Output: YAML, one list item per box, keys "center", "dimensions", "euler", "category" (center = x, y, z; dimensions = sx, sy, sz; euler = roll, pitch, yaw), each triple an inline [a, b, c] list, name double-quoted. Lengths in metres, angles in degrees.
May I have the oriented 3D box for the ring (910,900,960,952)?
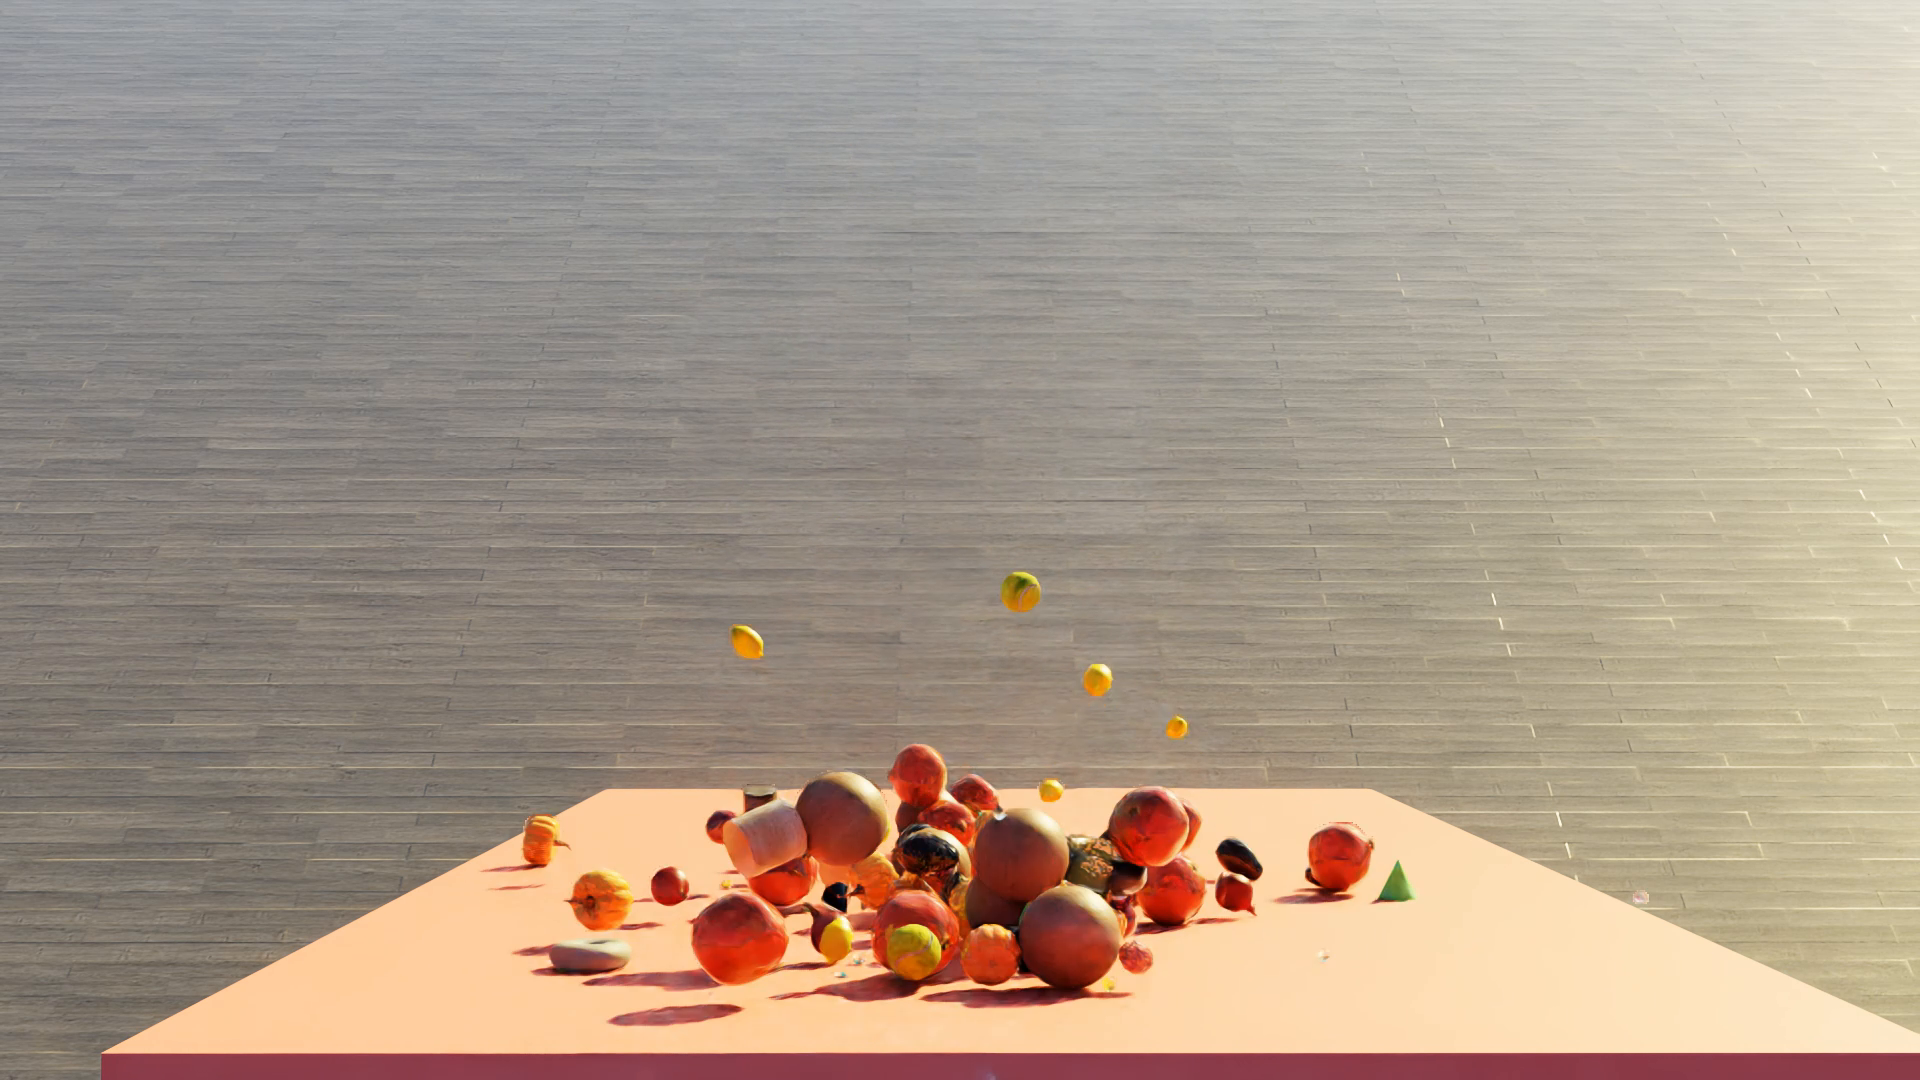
- center: [-0.035, 0.527, 3.544]
  dimensions: [0.084, 0.028, 0.084]
  euler: [41, 13, -12]
  category: "ring"

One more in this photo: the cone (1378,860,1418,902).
- center: [0.719, 0.556, 4.256]
  dimensions: [0.066, 0.066, 0.066]
  euler: [0, -1, 0]
  category: "cone"

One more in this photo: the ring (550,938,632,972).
- center: [-0.490, 0.551, 3.446]
  dimensions: [0.109, 0.036, 0.109]
  euler: [-1, -2, 0]
  category: "ring"

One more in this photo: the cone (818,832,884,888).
- center: [-0.163, 0.520, 4.207]
  dimensions: [0.098, 0.098, 0.098]
  euler: [2, 28, -35]
  category: "cone"

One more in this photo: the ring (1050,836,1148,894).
- center: [0.195, 0.457, 3.652]
  dimensions: [0.143, 0.048, 0.143]
  euler: [14, 11, -3]
  category: "ring"

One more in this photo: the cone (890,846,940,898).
- center: [-0.090, 0.531, 4.275]
  dimensions: [0.082, 0.082, 0.082]
  euler: [-24, 52, -31]
  category: "cone"

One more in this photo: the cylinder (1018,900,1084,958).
- center: [0.124, 0.530, 3.536]
  dimensions: [0.066, 0.066, 0.066]
  euler: [15, 27, -25]
  category: "cylinder"

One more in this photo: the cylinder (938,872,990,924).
- center: [0.005, 0.527, 3.822]
  dimensions: [0.054, 0.054, 0.054]
  euler: [34, 32, -13]
  category: "cylinder"

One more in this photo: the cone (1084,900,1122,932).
- center: [0.216, 0.566, 3.833]
  dimensions: [0.054, 0.054, 0.054]
  euler: [27, 40, 10]
  category: "cone"

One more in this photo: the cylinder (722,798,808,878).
- center: [-0.265, 0.405, 3.525]
  dimensions: [0.084, 0.084, 0.084]
  euler: [-22, 40, -28]
  category: "cylinder"

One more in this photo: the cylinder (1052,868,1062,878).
- center: [0.206, 0.555, 4.451]
  dimensions: [0.070, 0.070, 0.070]
  euler: [6, 25, -38]
  category: "cylinder"

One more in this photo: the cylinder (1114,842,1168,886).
- center: [0.305, 0.556, 4.454]
  dimensions: [0.074, 0.074, 0.074]
  euler: [4, 31, -23]
  category: "cylinder"

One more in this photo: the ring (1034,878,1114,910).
- center: [0.181, 0.565, 4.137]
  dimensions: [0.127, 0.042, 0.127]
  euler: [1, -2, 0]
  category: "ring"

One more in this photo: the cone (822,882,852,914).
- center: [-0.186, 0.573, 4.074]
  dimensions: [0.050, 0.050, 0.050]
  euler: [-12, 29, -17]
  category: "cone"

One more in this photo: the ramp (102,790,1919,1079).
- center: [0.075, 0.652, 4.792]
  dimensions: [2.000, 0.100, 4.000]
  euler: [0, -1, 0]
  category: "ramp"

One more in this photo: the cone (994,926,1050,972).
- center: [0.071, 0.521, 3.402]
  dimensions: [0.067, 0.067, 0.067]
  euler: [30, 33, -12]
  category: "cone"

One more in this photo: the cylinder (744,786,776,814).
- center: [-0.339, 0.453, 4.415]
  dimensions: [0.057, 0.057, 0.057]
  euler: [-2, 12, 0]
  category: "cylinder"
